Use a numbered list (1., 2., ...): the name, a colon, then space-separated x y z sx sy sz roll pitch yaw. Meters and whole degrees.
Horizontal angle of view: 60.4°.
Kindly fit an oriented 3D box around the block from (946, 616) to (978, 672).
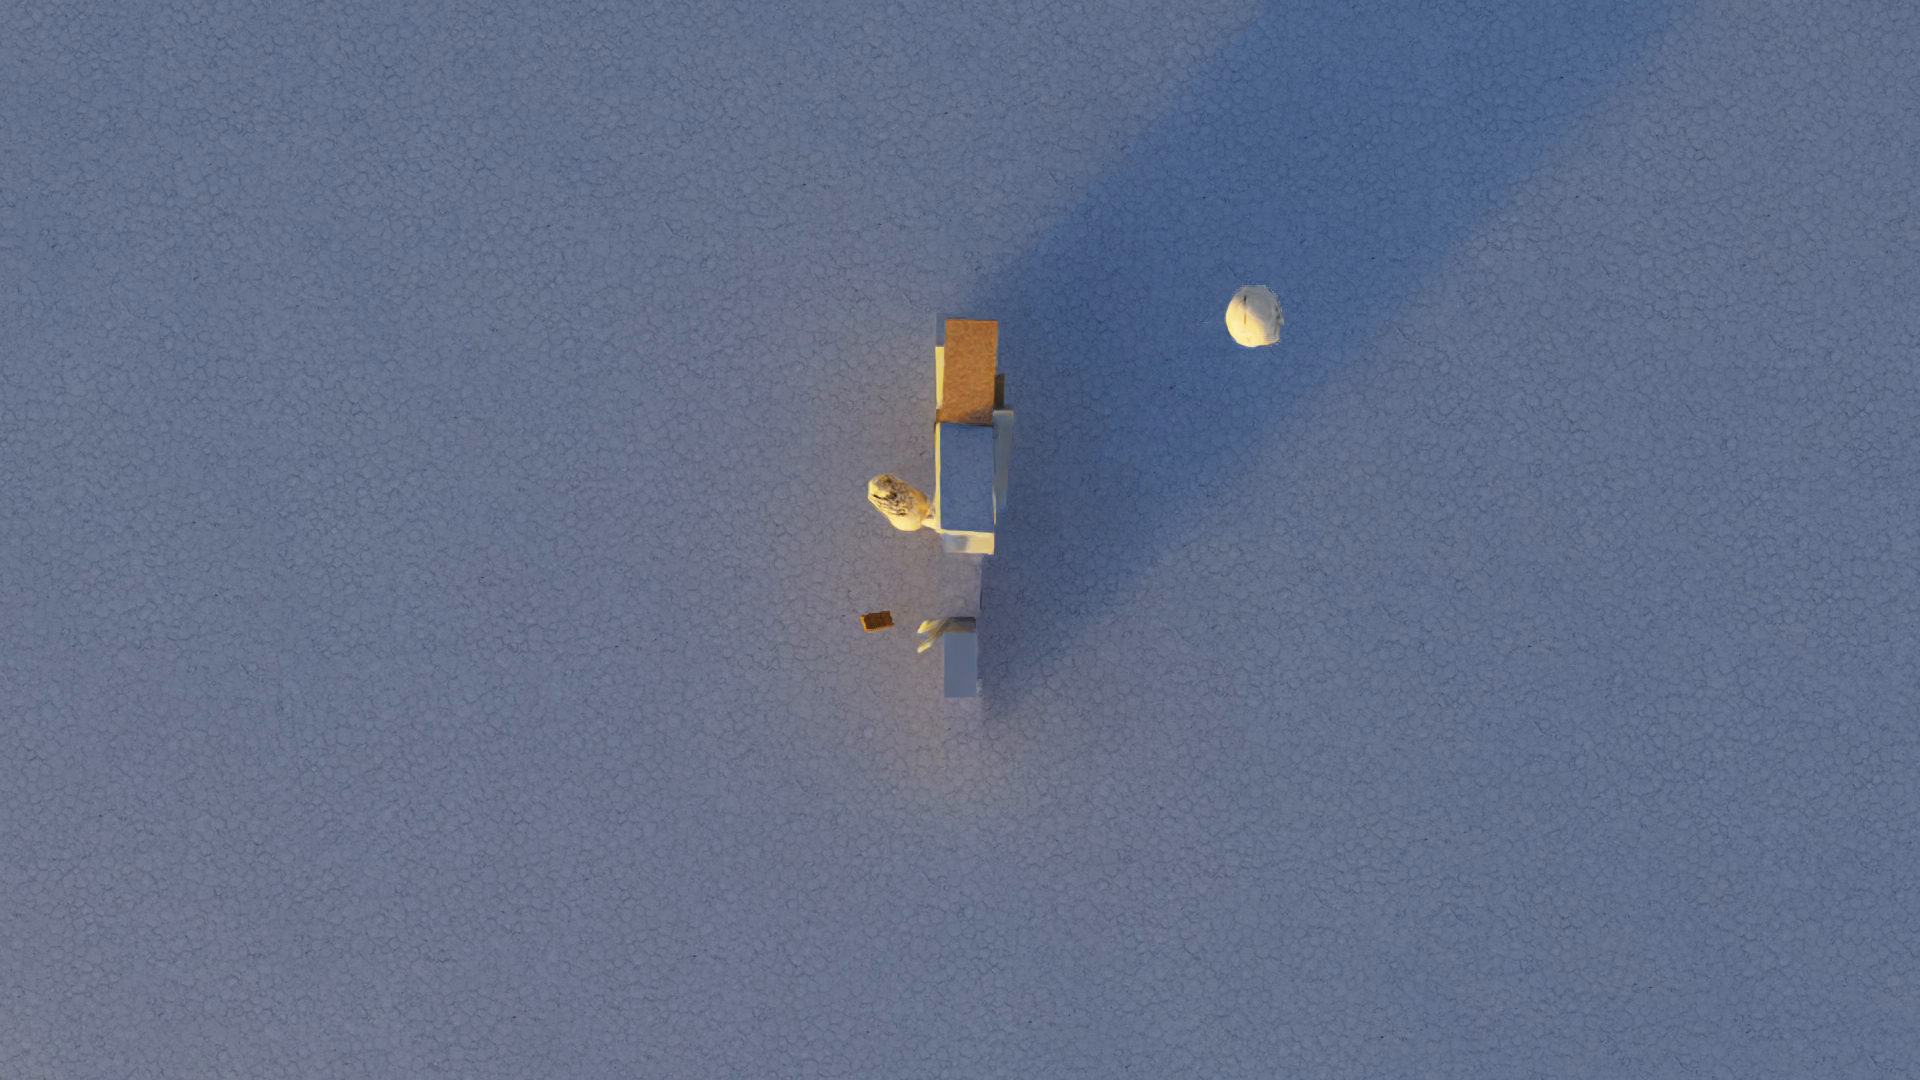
1. block: 0.004 0.333 5.298 0.094 0.027 0.188 -3 90 0

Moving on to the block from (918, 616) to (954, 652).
1. block: -0.075 0.295 5.189 0.049 0.203 0.014 -34 97 31

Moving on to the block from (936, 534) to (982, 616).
1. block: -0.004 0.099 5.200 0.140 0.040 0.280 1 90 0

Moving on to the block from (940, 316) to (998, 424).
1. block: 0.027 -0.494 4.804 0.149 0.042 0.299 3 104 -1

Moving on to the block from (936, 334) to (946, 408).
1. block: 0.004 -0.507 4.991 0.149 0.341 0.042 0 63 0

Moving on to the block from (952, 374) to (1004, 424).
1. block: 0.052 -0.358 5.016 0.149 0.042 0.299 1 119 -3

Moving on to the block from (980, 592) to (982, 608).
1. block: -0.002 0.192 5.360 0.140 0.280 0.040 0 90 0

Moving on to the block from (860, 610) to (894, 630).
1. block: -0.255 0.248 5.067 0.098 0.014 0.049 -9 68 -36

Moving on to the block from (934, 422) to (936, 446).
1. block: 0.003 -0.338 5.328 0.170 0.340 0.048 -1 87 -1

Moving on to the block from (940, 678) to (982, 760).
1. block: 0.005 0.566 5.221 0.130 0.037 0.261 0 90 0

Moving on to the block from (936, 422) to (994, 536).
1. block: 0.012 -0.177 4.831 0.162 0.046 0.323 4 76 -18

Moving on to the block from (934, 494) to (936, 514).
1. block: 0.004 -0.113 5.328 0.170 0.340 0.048 1 87 0

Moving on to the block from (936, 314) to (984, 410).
1. block: 0.000 -0.557 5.174 0.152 0.043 0.303 0 90 0

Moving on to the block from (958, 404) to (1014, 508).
1. block: 0.070 -0.258 5.013 0.162 0.046 0.323 4 118 -1

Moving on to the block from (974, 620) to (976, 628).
1. block: 0.002 0.272 5.406 0.094 0.188 0.027 0 89 0

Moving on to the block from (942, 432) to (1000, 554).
1. block: 0.030 -0.144 5.024 0.162 0.046 0.392 3 118 0

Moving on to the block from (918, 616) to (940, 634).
1. block: -0.098 0.265 5.190 0.049 0.098 0.014 -23 76 -22

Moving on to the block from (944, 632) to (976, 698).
1. block: 0.001 0.378 4.991 0.098 0.028 0.196 1 90 0

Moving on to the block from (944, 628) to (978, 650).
1. block: 0.002 0.310 5.144 0.098 0.279 0.028 -3 95 0

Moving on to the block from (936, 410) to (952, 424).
1. block: 0.012 -0.235 5.133 0.170 0.048 0.340 0 90 -1
